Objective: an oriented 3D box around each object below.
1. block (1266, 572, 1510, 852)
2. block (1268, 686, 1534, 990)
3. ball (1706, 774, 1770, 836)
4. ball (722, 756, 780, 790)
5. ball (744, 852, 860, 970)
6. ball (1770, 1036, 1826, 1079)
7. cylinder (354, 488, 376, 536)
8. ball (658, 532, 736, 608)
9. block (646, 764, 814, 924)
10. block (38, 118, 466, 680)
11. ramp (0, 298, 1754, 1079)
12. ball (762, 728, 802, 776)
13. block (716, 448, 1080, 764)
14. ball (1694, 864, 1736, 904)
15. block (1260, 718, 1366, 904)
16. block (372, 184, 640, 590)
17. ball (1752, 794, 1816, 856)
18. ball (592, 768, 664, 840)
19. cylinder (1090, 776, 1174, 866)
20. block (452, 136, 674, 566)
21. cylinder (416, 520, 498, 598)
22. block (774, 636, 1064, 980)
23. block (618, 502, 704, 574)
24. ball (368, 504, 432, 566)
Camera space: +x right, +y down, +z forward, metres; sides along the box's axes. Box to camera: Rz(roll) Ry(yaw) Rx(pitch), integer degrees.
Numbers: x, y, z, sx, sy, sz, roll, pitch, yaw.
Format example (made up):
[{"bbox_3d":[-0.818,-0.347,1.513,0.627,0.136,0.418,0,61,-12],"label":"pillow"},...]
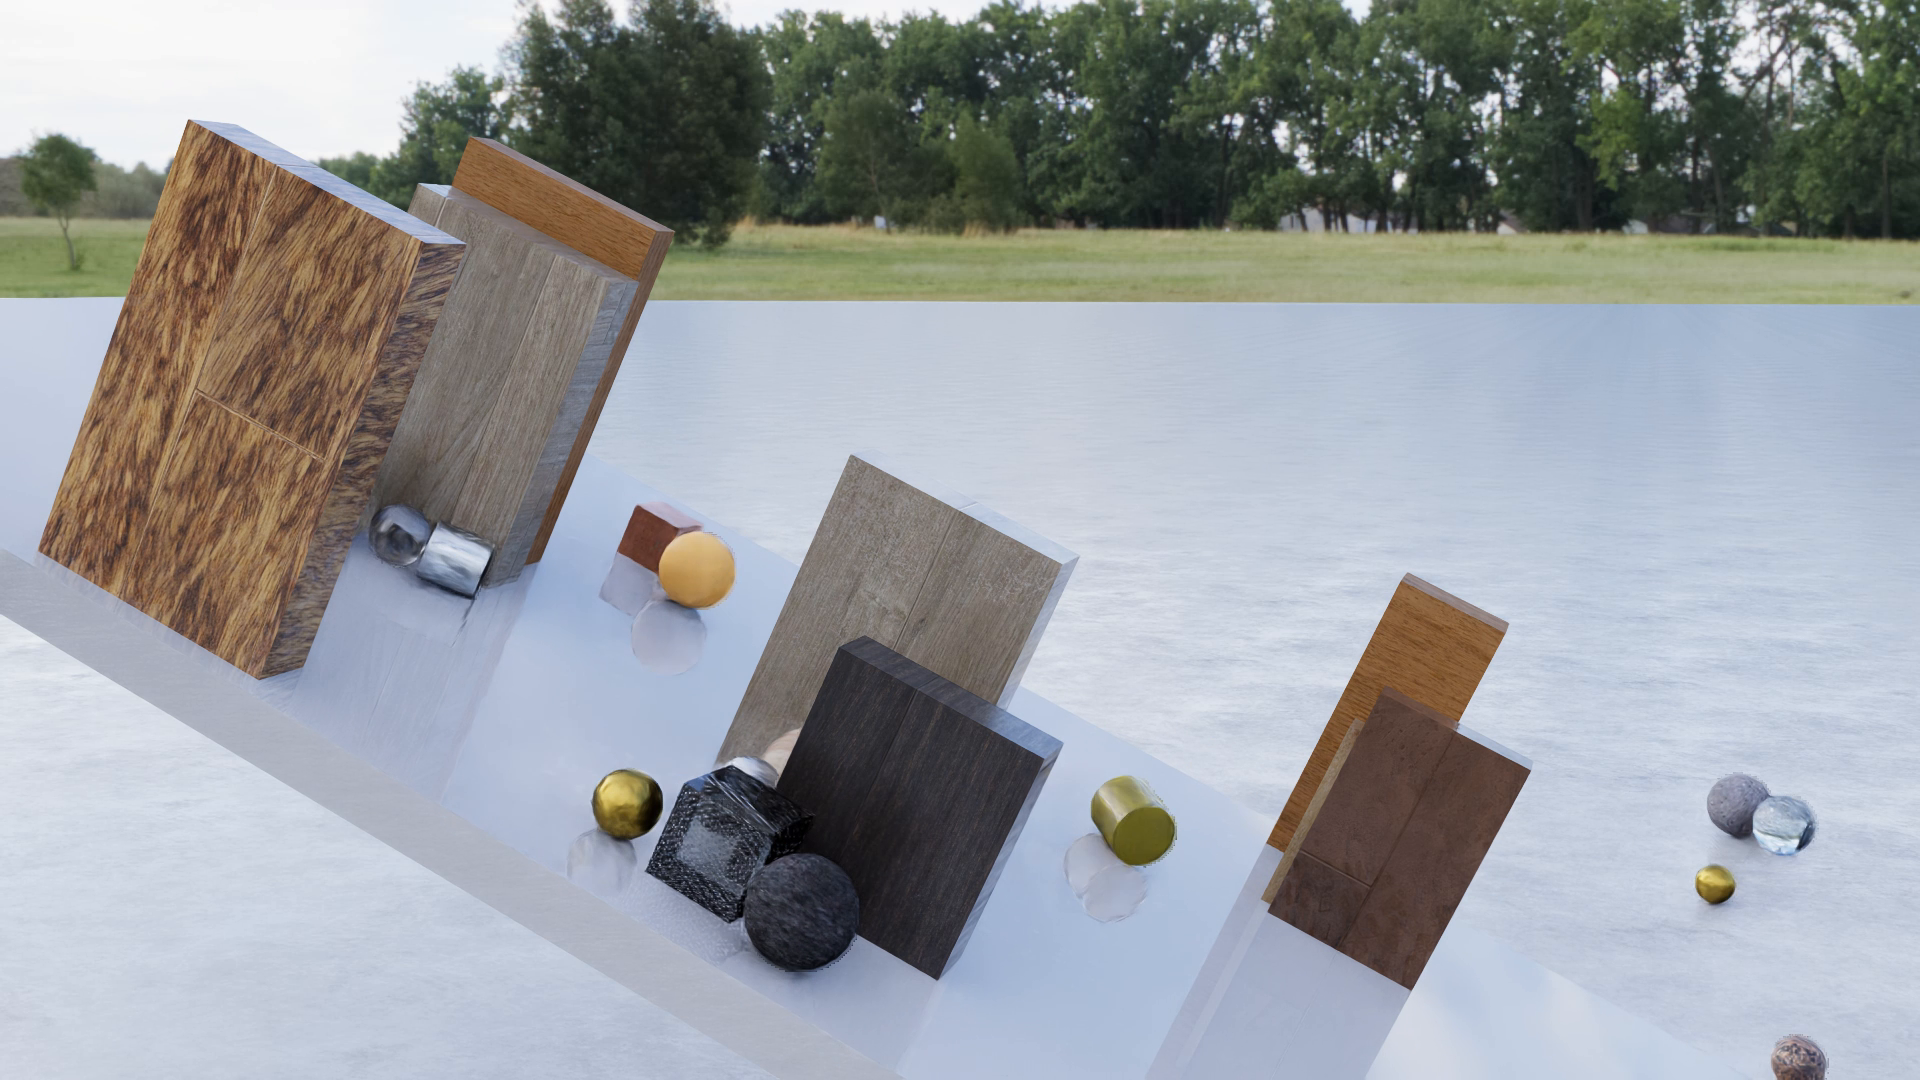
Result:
[{"bbox_3d":[0.921,0.418,4.743,0.240,0.648,0.141,28,14,12],"label":"block"},{"bbox_3d":[0.862,0.584,4.320,0.317,0.503,0.086,28,14,12],"label":"block"},{"bbox_3d":[2.573,0.876,7.263,0.203,0.203,0.203,0,7,0],"label":"ball"},{"bbox_3d":[-0.347,0.412,3.579,0.119,0.119,0.119,0,7,0],"label":"ball"},{"bbox_3d":[-0.234,0.549,3.250,0.172,0.172,0.172,0,7,0],"label":"ball"},{"bbox_3d":[1.906,1.189,4.999,0.120,0.120,0.120,0,7,0],"label":"ball"},{"bbox_3d":[-1.182,-0.101,4.088,0.162,0.162,0.162,-3,25,-26],"label":"cylinder"},{"bbox_3d":[-0.547,0.063,4.580,0.160,0.160,0.160,0,7,0],"label":"ball"},{"bbox_3d":[-0.354,0.466,3.387,0.158,0.158,0.158,29,14,17],"label":"block"},{"bbox_3d":[-1.107,-0.216,3.416,0.442,0.738,0.120,28,14,12],"label":"block"},{"bbox_3d":[-0.263,0.448,4.170,4.000,0.100,2.000,28,14,12],"label":"ramp"},{"bbox_3d":[-0.255,0.407,3.737,0.178,0.178,0.178,0,7,0],"label":"ball"},{"bbox_3d":[-0.113,0.208,3.826,0.412,0.606,0.122,28,14,12],"label":"block"},{"bbox_3d":[2.226,1.013,6.481,0.116,0.116,0.116,0,7,0],"label":"ball"},{"bbox_3d":[0.804,0.595,4.392,0.243,0.404,0.084,28,14,12],"label":"block"},{"bbox_3d":[-0.941,-0.295,4.214,0.435,0.641,0.122,28,14,12],"label":"block"},{"bbox_3d":[2.631,0.910,7.022,0.193,0.193,0.193,0,7,0],"label":"ball"},{"bbox_3d":[-0.516,0.410,3.419,0.111,0.111,0.111,0,7,0],"label":"ball"},{"bbox_3d":[0.339,0.551,4.328,0.130,0.130,0.130,-2,22,-17],"label":"cylinder"},{"bbox_3d":[-0.906,-0.373,4.384,0.436,0.730,0.088,28,14,12],"label":"block"},{"bbox_3d":[-0.938,0.036,4.103,0.111,0.111,0.111,25,3,-10],"label":"cylinder"},{"bbox_3d":[-0.094,0.421,3.485,0.366,0.403,0.121,28,14,12],"label":"block"},{"bbox_3d":[-0.649,-0.005,4.761,0.113,0.113,0.113,29,14,17],"label":"block"},{"bbox_3d":[-1.041,-0.010,4.088,0.116,0.116,0.116,0,7,0],"label":"ball"}]
